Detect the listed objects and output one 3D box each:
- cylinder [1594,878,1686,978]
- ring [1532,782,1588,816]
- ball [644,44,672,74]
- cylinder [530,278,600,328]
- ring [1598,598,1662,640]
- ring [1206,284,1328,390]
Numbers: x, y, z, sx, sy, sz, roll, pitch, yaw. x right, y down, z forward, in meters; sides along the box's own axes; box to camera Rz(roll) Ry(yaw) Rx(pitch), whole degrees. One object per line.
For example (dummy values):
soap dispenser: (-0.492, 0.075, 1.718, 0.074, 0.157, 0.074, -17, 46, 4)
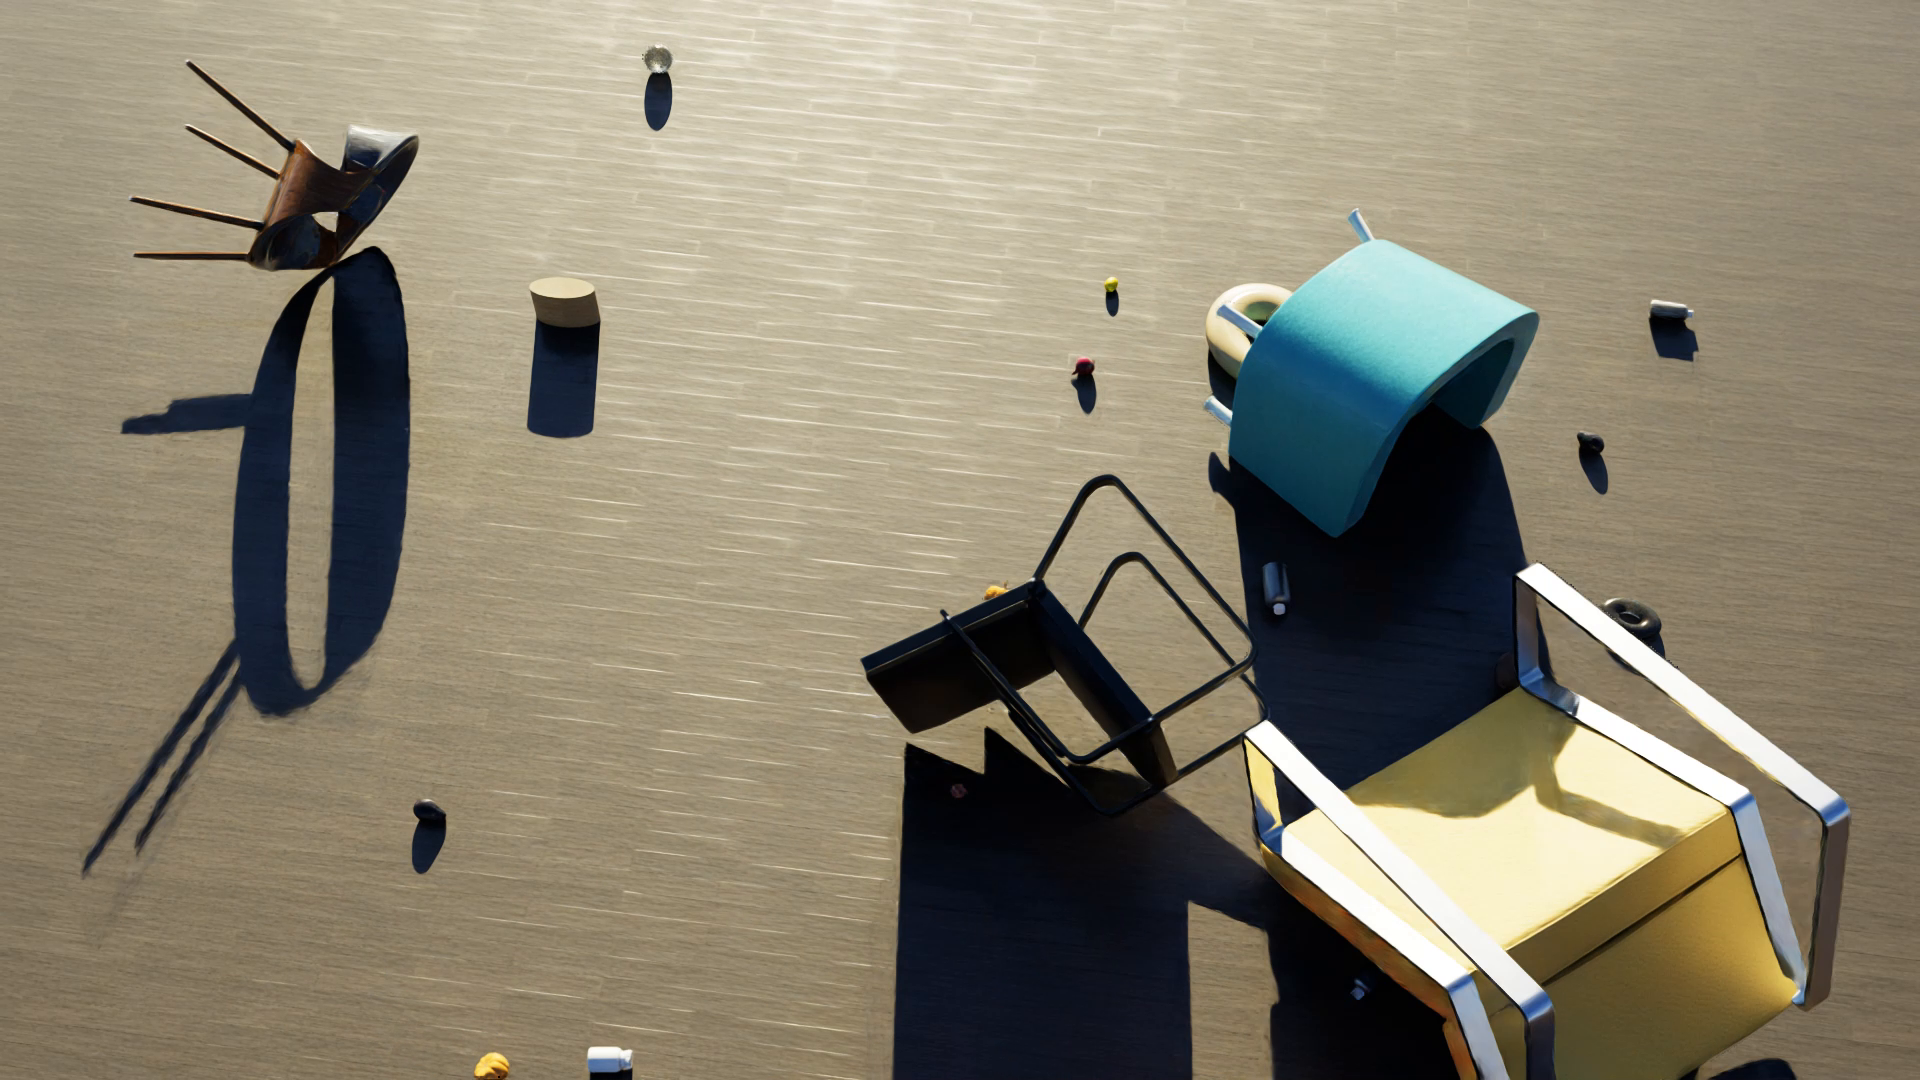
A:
cylinder: (1.791, 1.021, 5.793, 0.185, 0.152, 0.180, 39, 62, -2)
ring: (1.658, 0.715, 6.080, 0.156, 0.024, 0.088, 20, 57, 13)
ball: (-1.048, -1.672, 7.637, 0.098, 0.098, 0.098, 0, 56, 0)
cylinder: (-1.255, -0.754, 6.991, 0.208, 0.147, 0.083, 3, 56, 2)
ring: (1.947, 0.229, 6.394, 0.184, 0.044, 0.132, 19, 57, 13)
ring: (0.969, -0.643, 6.950, 0.374, 0.092, 0.429, -22, 59, -13)
